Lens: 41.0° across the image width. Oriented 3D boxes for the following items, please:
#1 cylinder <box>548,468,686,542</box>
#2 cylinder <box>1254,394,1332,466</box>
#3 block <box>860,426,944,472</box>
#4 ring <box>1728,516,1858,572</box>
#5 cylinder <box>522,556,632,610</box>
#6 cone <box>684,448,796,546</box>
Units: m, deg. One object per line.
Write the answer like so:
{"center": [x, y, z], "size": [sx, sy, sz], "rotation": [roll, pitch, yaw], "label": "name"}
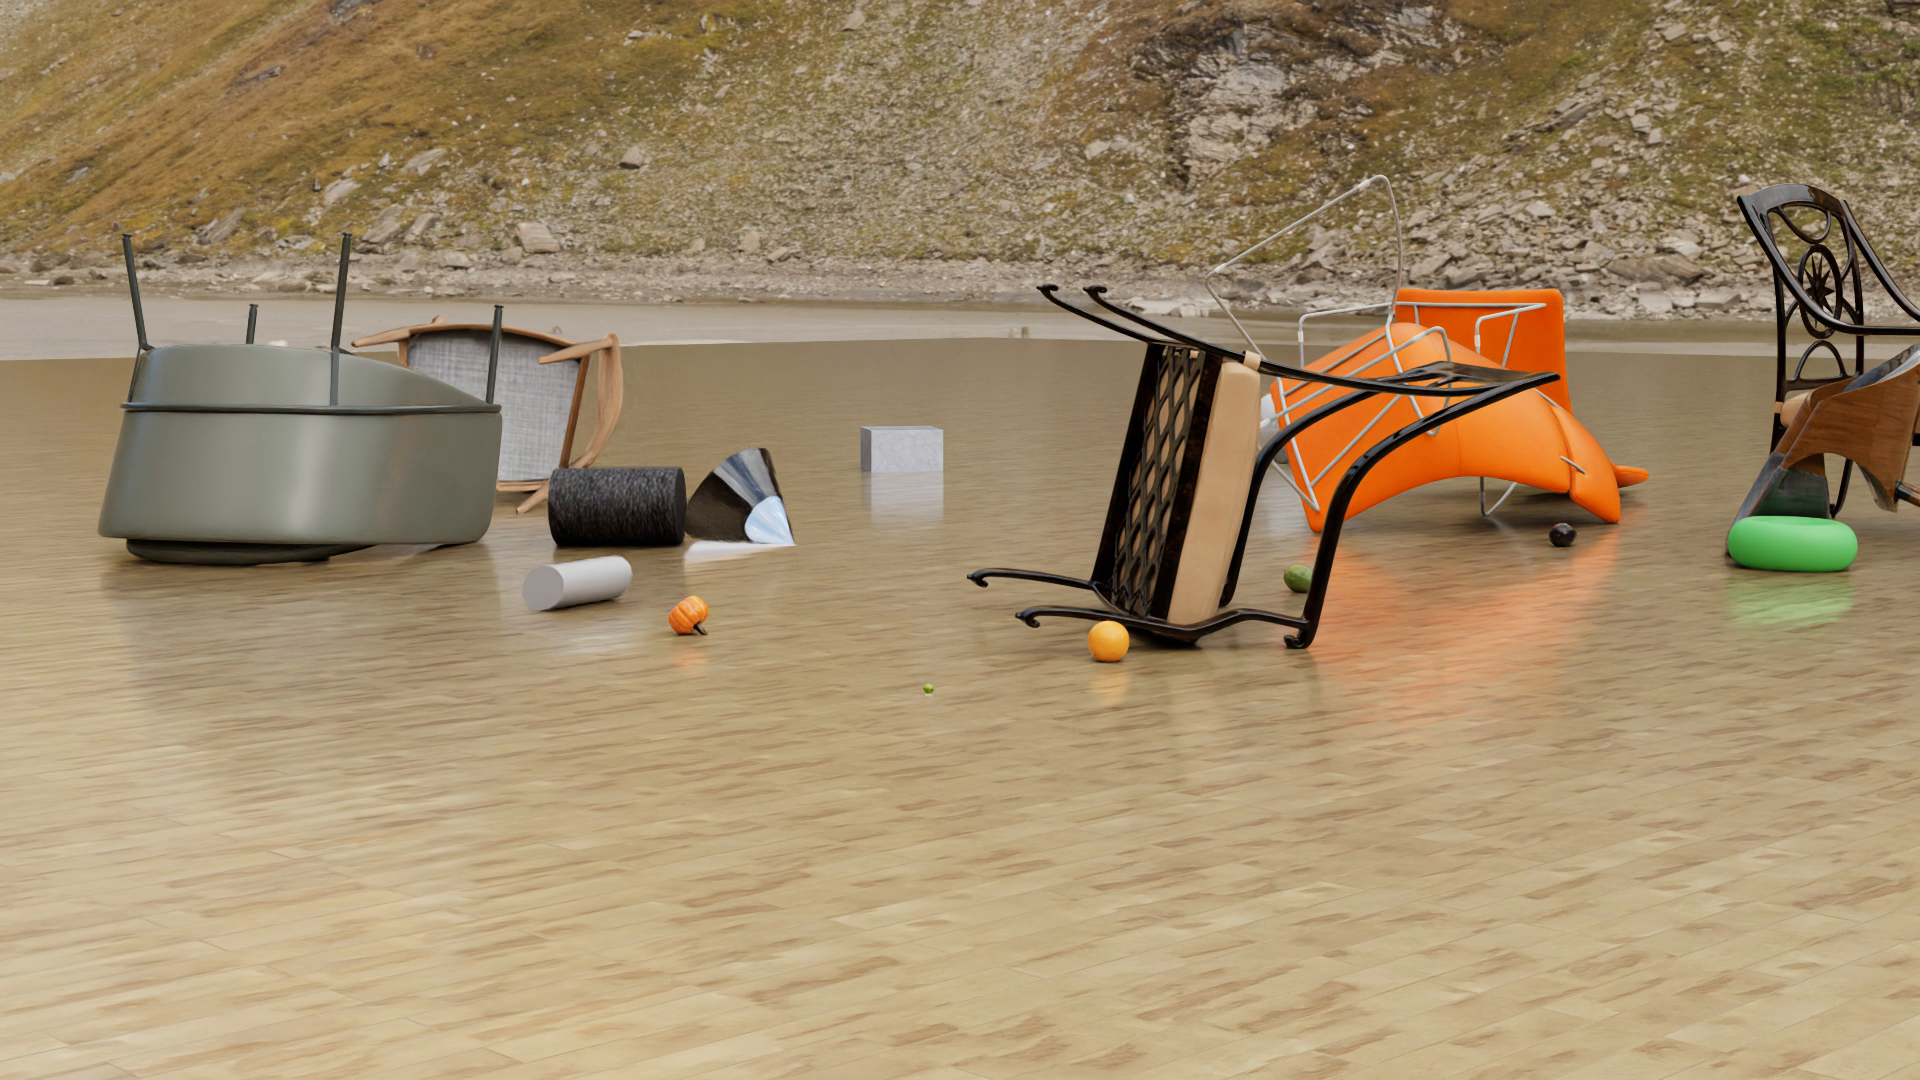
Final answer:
{"center": [-0.841, -0.086, 6.328], "size": [0.304, 0.186, 0.320], "rotation": [0, 0, -1], "label": "cylinder"}
{"center": [1.157, -0.383, 8.918], "size": [0.141, 0.228, 0.278], "rotation": [6, -30, 47], "label": "cylinder"}
{"center": [-0.200, -0.313, 8.770], "size": [0.245, 0.139, 0.235], "rotation": [-1, 6, -11], "label": "block"}
{"center": [1.879, 0.009, 5.795], "size": [0.282, 0.109, 0.220], "rotation": [4, 9, 25], "label": "ring"}
{"center": [-0.766, 0.085, 5.146], "size": [0.109, 0.085, 0.219], "rotation": [-26, -8, 30], "label": "cylinder"}
{"center": [-0.488, -0.051, 6.330], "size": [0.234, 0.267, 0.312], "rotation": [37, 40, 23], "label": "cone"}
